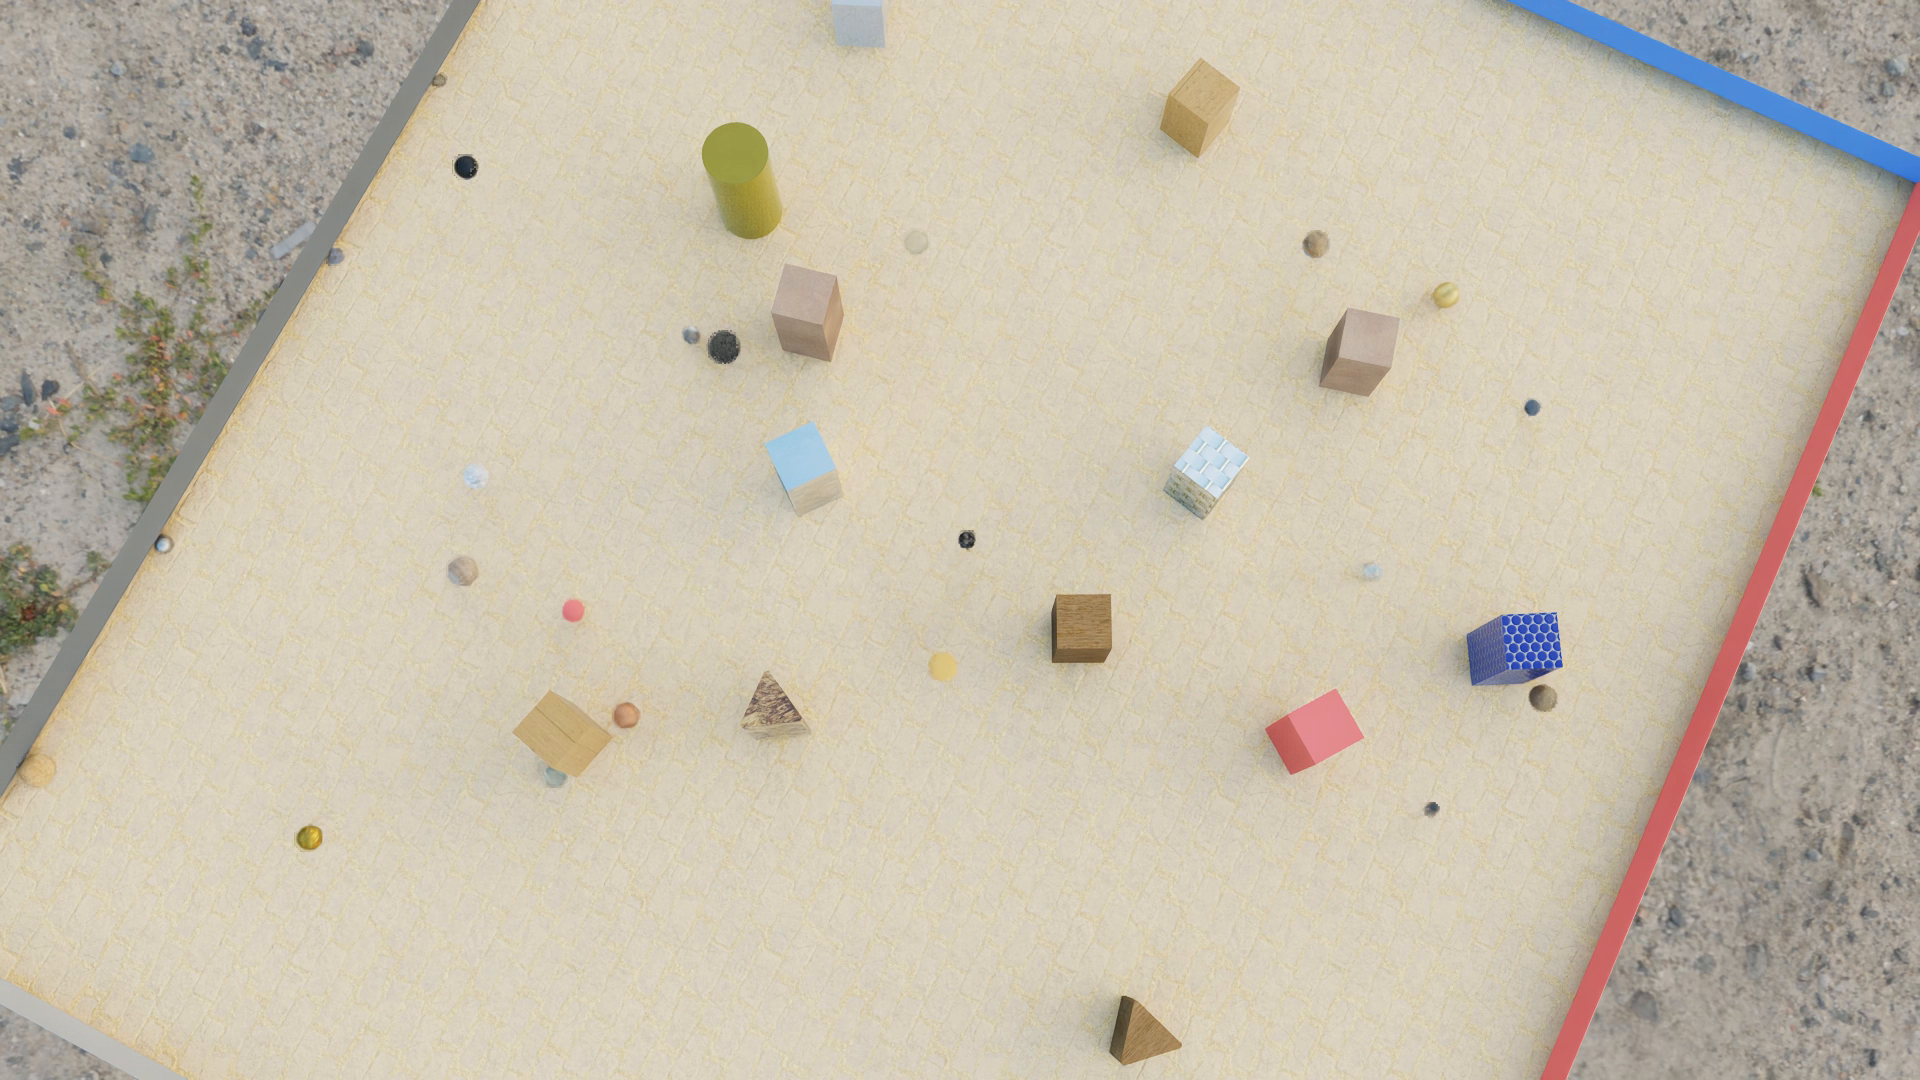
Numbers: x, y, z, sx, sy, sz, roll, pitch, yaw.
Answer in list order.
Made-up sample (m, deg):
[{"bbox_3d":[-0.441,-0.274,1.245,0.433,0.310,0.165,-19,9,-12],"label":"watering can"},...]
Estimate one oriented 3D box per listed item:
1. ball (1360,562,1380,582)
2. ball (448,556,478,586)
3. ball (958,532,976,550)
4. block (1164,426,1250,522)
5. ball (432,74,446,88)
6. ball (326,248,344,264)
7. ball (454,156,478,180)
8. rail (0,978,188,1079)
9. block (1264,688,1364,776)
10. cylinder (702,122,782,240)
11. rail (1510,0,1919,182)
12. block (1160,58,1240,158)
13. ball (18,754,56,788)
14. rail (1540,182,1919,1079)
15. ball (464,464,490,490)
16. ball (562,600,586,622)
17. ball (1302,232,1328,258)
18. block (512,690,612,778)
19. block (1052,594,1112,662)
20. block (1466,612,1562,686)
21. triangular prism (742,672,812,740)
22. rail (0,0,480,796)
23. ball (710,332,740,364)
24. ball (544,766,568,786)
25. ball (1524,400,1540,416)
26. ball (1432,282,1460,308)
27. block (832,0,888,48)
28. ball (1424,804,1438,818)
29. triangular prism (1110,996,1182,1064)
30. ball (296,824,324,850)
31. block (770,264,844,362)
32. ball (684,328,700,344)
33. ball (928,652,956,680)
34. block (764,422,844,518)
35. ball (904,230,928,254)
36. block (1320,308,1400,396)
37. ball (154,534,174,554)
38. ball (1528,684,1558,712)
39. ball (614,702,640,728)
[{"bbox_3d":[1.248,0.096,5.566,0.060,0.060,0.060,0,78,0],"label":"ball"},{"bbox_3d":[-1.505,0.095,5.550,0.092,0.092,0.092,0,78,0],"label":"ball"},{"bbox_3d":[0.021,0.001,5.589,0.054,0.054,0.054,0,78,0],"label":"ball"},{"bbox_3d":[0.735,-0.197,5.497,0.157,0.315,0.157,38,81,7],"label":"block"},{"bbox_3d":[-1.678,-1.478,5.899,0.045,0.045,0.045,0,78,0],"label":"ball"},{"bbox_3d":[-1.968,-0.895,5.775,0.052,0.052,0.052,0,78,0],"label":"ball"},{"bbox_3d":[-1.569,-1.185,5.823,0.075,0.075,0.075,0,78,0],"label":"ball"},{"bbox_3d":[-1.077,2.117,5.112,4.458,0.128,0.045,26,80,5],"label":"rail"},{"bbox_3d":[1.020,0.559,5.301,0.157,0.391,0.157,-28,80,-5],"label":"block"},{"bbox_3d":[-0.663,-1.095,5.617,0.197,0.442,0.197,0,78,0],"label":"cylinder"},{"bbox_3d":[1.077,-2.103,5.986,4.458,0.128,0.045,26,80,5],"label":"rail"},{"bbox_3d":[0.753,-1.356,5.765,0.157,0.258,0.157,39,81,7],"label":"block"},{"bbox_3d":[-2.731,0.683,5.425,0.098,0.098,0.098,0,78,0],"label":"ball"},{"bbox_3d":[1.973,0.973,5.349,0.045,0.128,4.865,26,80,5],"label":"rail"},{"bbox_3d":[-1.483,-0.194,5.618,0.076,0.076,0.076,0,78,0],"label":"ball"},{"bbox_3d":[-1.168,0.215,5.537,0.069,0.069,0.069,0,78,0],"label":"ball"},{"bbox_3d":[1.120,-0.928,5.768,0.081,0.081,0.081,0,78,0],"label":"ball"},{"bbox_3d":[-1.152,0.567,5.329,0.157,0.334,0.157,40,81,8],"label":"block"},{"bbox_3d":[0.356,0.264,5.408,0.157,0.301,0.157,0,78,0],"label":"block"},{"bbox_3d":[1.618,0.322,5.362,0.157,0.368,0.157,-3,78,-1],"label":"block"},{"bbox_3d":[-0.536,0.478,5.320,0.170,0.386,0.148,-6,78,-1],"label":"triangular prism"},{"bbox_3d":[-1.973,-0.959,5.749,0.045,0.128,4.865,26,80,5],"label":"rail"},{"bbox_3d":[-0.730,-0.598,5.690,0.098,0.098,0.098,0,78,0],"label":"ball"},{"bbox_3d":[-1.200,0.699,5.438,0.068,0.068,0.068,0,78,0],"label":"ball"},{"bbox_3d":[1.774,-0.409,5.677,0.048,0.048,0.048,0,78,0],"label":"ball"},{"bbox_3d":[1.520,-0.765,5.734,0.080,0.080,0.080,0,78,0],"label":"ball"},{"bbox_3d":[-0.315,-1.707,5.831,0.157,0.273,0.157,4,78,1],"label":"block"},{"bbox_3d":[1.394,0.801,5.429,0.043,0.043,0.043,0,78,0],"label":"ball"},{"bbox_3d":[0.496,1.357,5.137,0.170,0.390,0.148,-16,79,-3],"label":"triangular prism"},{"bbox_3d":[-1.915,0.877,5.397,0.075,0.075,0.075,0,78,0],"label":"ball"},{"bbox_3d":[-0.460,-0.687,5.572,0.157,0.365,0.157,14,79,3],"label":"block"},{"bbox_3d":[-0.837,-0.638,5.722,0.053,0.053,0.053,0,78,0],"label":"ball"},{"bbox_3d":[-0.052,0.376,5.496,0.085,0.085,0.085,0,78,0],"label":"ball"},{"bbox_3d":[-0.462,-0.208,5.479,0.157,0.353,0.157,-25,79,-5],"label":"block"},{"bbox_3d":[-0.138,-0.937,5.771,0.077,0.077,0.077,0,78,0],"label":"ball"},{"bbox_3d":[1.213,-0.569,5.577,0.157,0.307,0.157,12,79,2],"label":"block"},{"bbox_3d":[-2.425,0.012,5.585,0.058,0.058,0.058,0,78,0],"label":"ball"},{"bbox_3d":[1.743,0.472,5.477,0.081,0.081,0.081,0,78,0],"label":"ball"},{"bbox_3d":[-0.993,0.524,5.468,0.079,0.079,0.079,0,78,0],"label":"ball"}]
